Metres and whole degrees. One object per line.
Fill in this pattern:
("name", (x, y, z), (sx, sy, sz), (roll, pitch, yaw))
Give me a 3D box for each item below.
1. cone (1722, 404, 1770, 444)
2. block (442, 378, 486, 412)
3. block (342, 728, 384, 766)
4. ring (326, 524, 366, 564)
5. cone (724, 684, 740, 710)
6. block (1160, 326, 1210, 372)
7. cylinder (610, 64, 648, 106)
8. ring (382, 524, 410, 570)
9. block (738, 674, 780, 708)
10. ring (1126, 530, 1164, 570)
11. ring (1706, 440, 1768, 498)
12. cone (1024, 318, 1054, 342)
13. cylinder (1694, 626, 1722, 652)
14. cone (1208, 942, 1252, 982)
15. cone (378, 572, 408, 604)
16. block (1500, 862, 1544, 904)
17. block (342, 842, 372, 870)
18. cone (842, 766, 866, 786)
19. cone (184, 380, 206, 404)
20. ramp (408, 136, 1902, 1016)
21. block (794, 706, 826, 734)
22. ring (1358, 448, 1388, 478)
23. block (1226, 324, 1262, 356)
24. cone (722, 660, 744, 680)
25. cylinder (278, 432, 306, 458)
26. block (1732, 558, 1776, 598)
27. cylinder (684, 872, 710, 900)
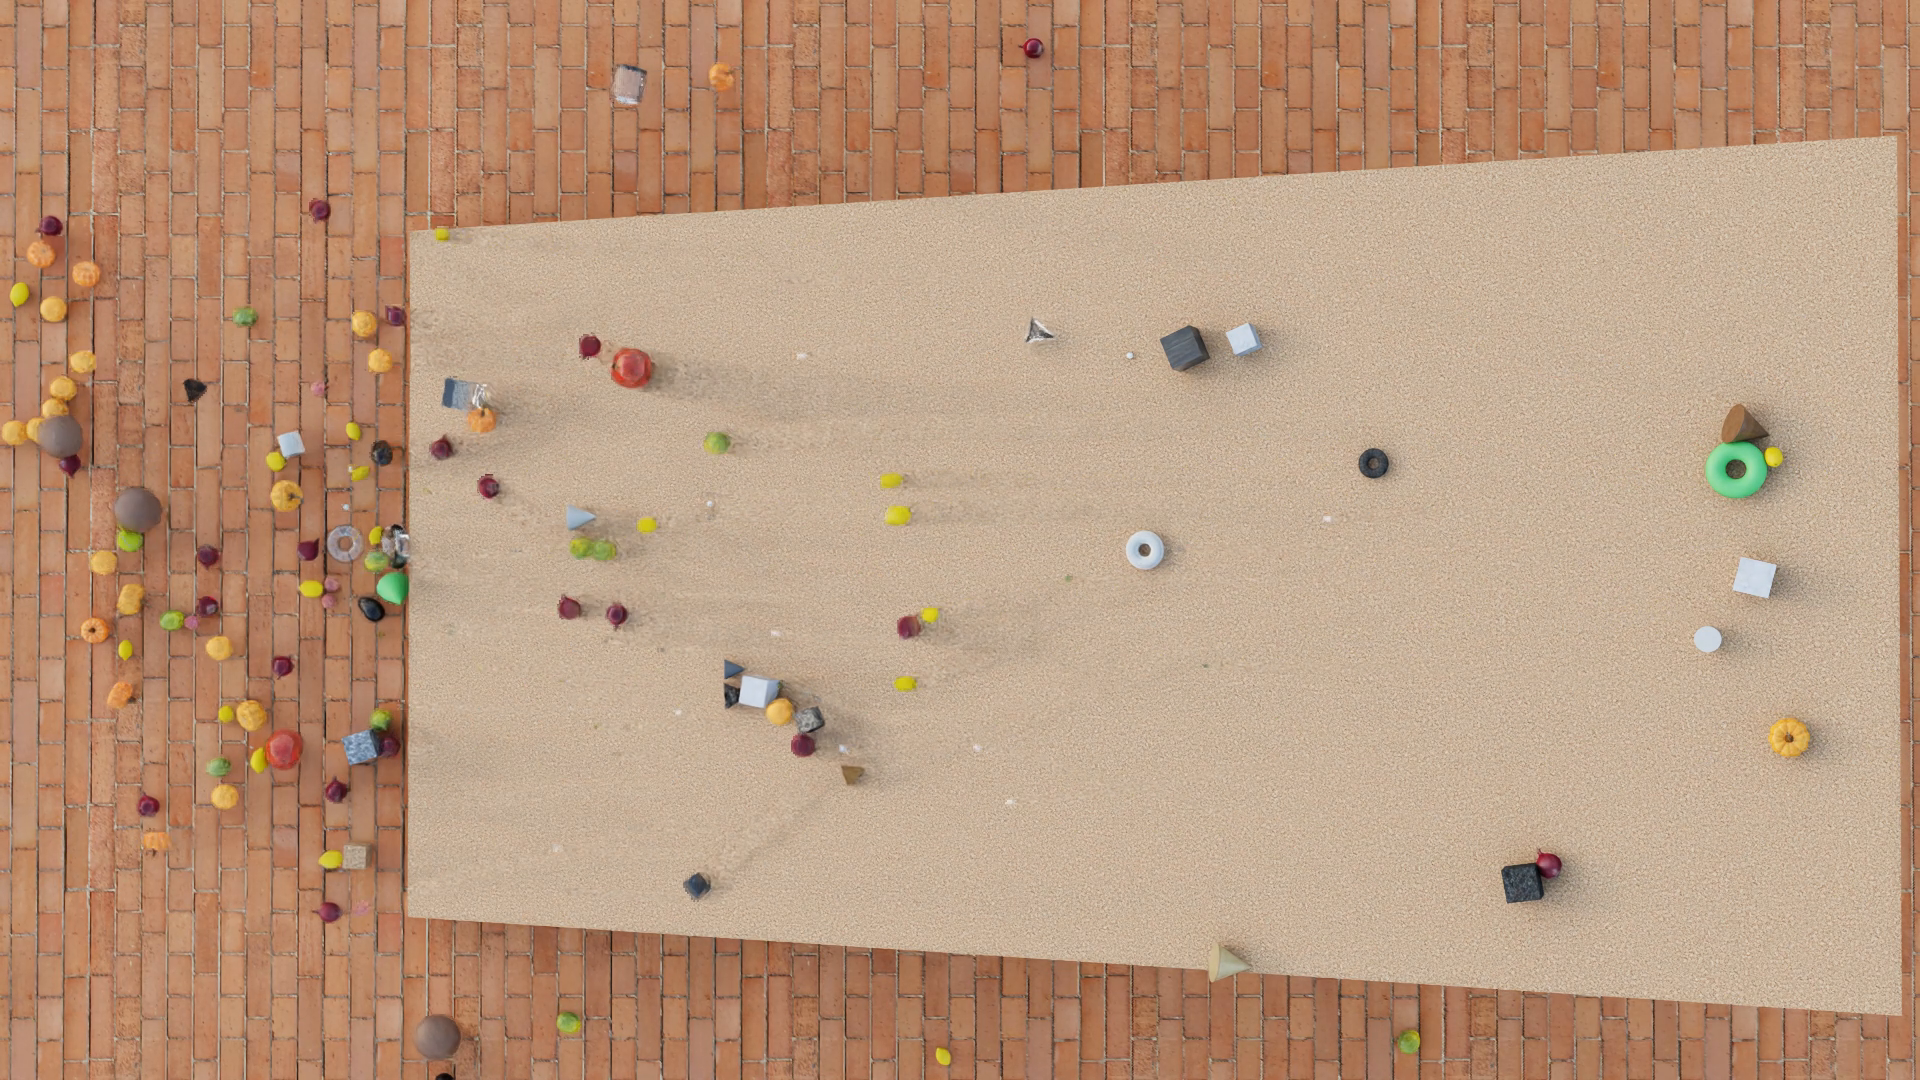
("cone", (1.833, -0.255, 5.092), (0.096, 0.096, 0.096), (17, 89, -7))
("block", (-1.423, -0.414, 6.305), (0.082, 0.082, 0.082), (10, 93, 21))
("block", (-1.754, 0.606, 6.457), (0.083, 0.083, 0.083), (-18, 89, 0))
("ring", (-1.812, 0.011, 6.488), (0.115, 0.038, 0.115), (0, 90, -1))
("cone", (-0.606, 0.424, 6.011), (0.075, 0.075, 0.075), (-5, 89, -6))
("block", (0.568, -0.483, 5.552), (0.084, 0.084, 0.084), (-25, 81, 19))
("cylinder", (-0.975, -1.342, 6.478), (0.093, 0.093, 0.093), (14, 85, 0))
("ring", (-1.655, 0.020, 6.452), (0.045, 0.134, 0.134), (-8, 89, -39))
("block", (-0.545, 0.410, 5.966), (0.075, 0.075, 0.075), (11, 93, 20))
("ring", (0.472, 0.026, 5.609), (0.100, 0.033, 0.100), (0, 90, 20))
("ring", (1.801, -0.164, 5.102), (0.136, 0.045, 0.136), (0, 91, 20))
("cone", (0.212, -0.537, 5.715), (0.072, 0.072, 0.072), (15, 89, -7))
("cylinder", (1.739, 0.230, 5.112), (0.060, 0.060, 0.060), (0, 89, 21))
("cone", (0.685, 1.064, 5.509), (0.099, 0.099, 0.099), (8, 89, -6))
("cone", (-1.647, 0.163, 6.435), (0.099, 0.099, 0.099), (-12, 125, -18))
("block", (1.342, 0.817, 5.245), (0.079, 0.079, 0.079), (-11, 85, 20))
("block", (-1.770, 0.928, 6.461), (0.067, 0.067, 0.067), (3, 89, 0))
("cone", (-0.280, 0.622, 5.888), (0.062, 0.062, 0.062), (-19, 89, -8))
("cone", (-2.270, -0.430, 6.498), (0.065, 0.065, 0.065), (27, 116, 0))
("ramp", (0.282, 0.088, 5.751), (4.000, 0.100, 2.000), (0, 89, 21))
("block", (-0.406, 0.485, 5.923), (0.055, 0.055, 0.055), (-26, 80, 18))
("ring", (1.017, -0.188, 5.410), (0.075, 0.025, 0.075), (-1, 88, 22))
("block", (0.712, -0.501, 5.510), (0.060, 0.060, 0.060), (-24, 81, 19))
("cone", (-0.615, 0.354, 6.020), (0.059, 0.059, 0.059), (-5, 89, -14))
("cylinder", (-1.970, -0.281, 6.479), (0.063, 0.063, 0.063), (-18, 89, 0))
("block", (1.832, 0.086, 5.069), (0.079, 0.079, 0.079), (14, 94, 20))
("cylinder", (-0.722, 0.950, 6.037), (0.053, 0.053, 0.053), (-39, 77, 0))
